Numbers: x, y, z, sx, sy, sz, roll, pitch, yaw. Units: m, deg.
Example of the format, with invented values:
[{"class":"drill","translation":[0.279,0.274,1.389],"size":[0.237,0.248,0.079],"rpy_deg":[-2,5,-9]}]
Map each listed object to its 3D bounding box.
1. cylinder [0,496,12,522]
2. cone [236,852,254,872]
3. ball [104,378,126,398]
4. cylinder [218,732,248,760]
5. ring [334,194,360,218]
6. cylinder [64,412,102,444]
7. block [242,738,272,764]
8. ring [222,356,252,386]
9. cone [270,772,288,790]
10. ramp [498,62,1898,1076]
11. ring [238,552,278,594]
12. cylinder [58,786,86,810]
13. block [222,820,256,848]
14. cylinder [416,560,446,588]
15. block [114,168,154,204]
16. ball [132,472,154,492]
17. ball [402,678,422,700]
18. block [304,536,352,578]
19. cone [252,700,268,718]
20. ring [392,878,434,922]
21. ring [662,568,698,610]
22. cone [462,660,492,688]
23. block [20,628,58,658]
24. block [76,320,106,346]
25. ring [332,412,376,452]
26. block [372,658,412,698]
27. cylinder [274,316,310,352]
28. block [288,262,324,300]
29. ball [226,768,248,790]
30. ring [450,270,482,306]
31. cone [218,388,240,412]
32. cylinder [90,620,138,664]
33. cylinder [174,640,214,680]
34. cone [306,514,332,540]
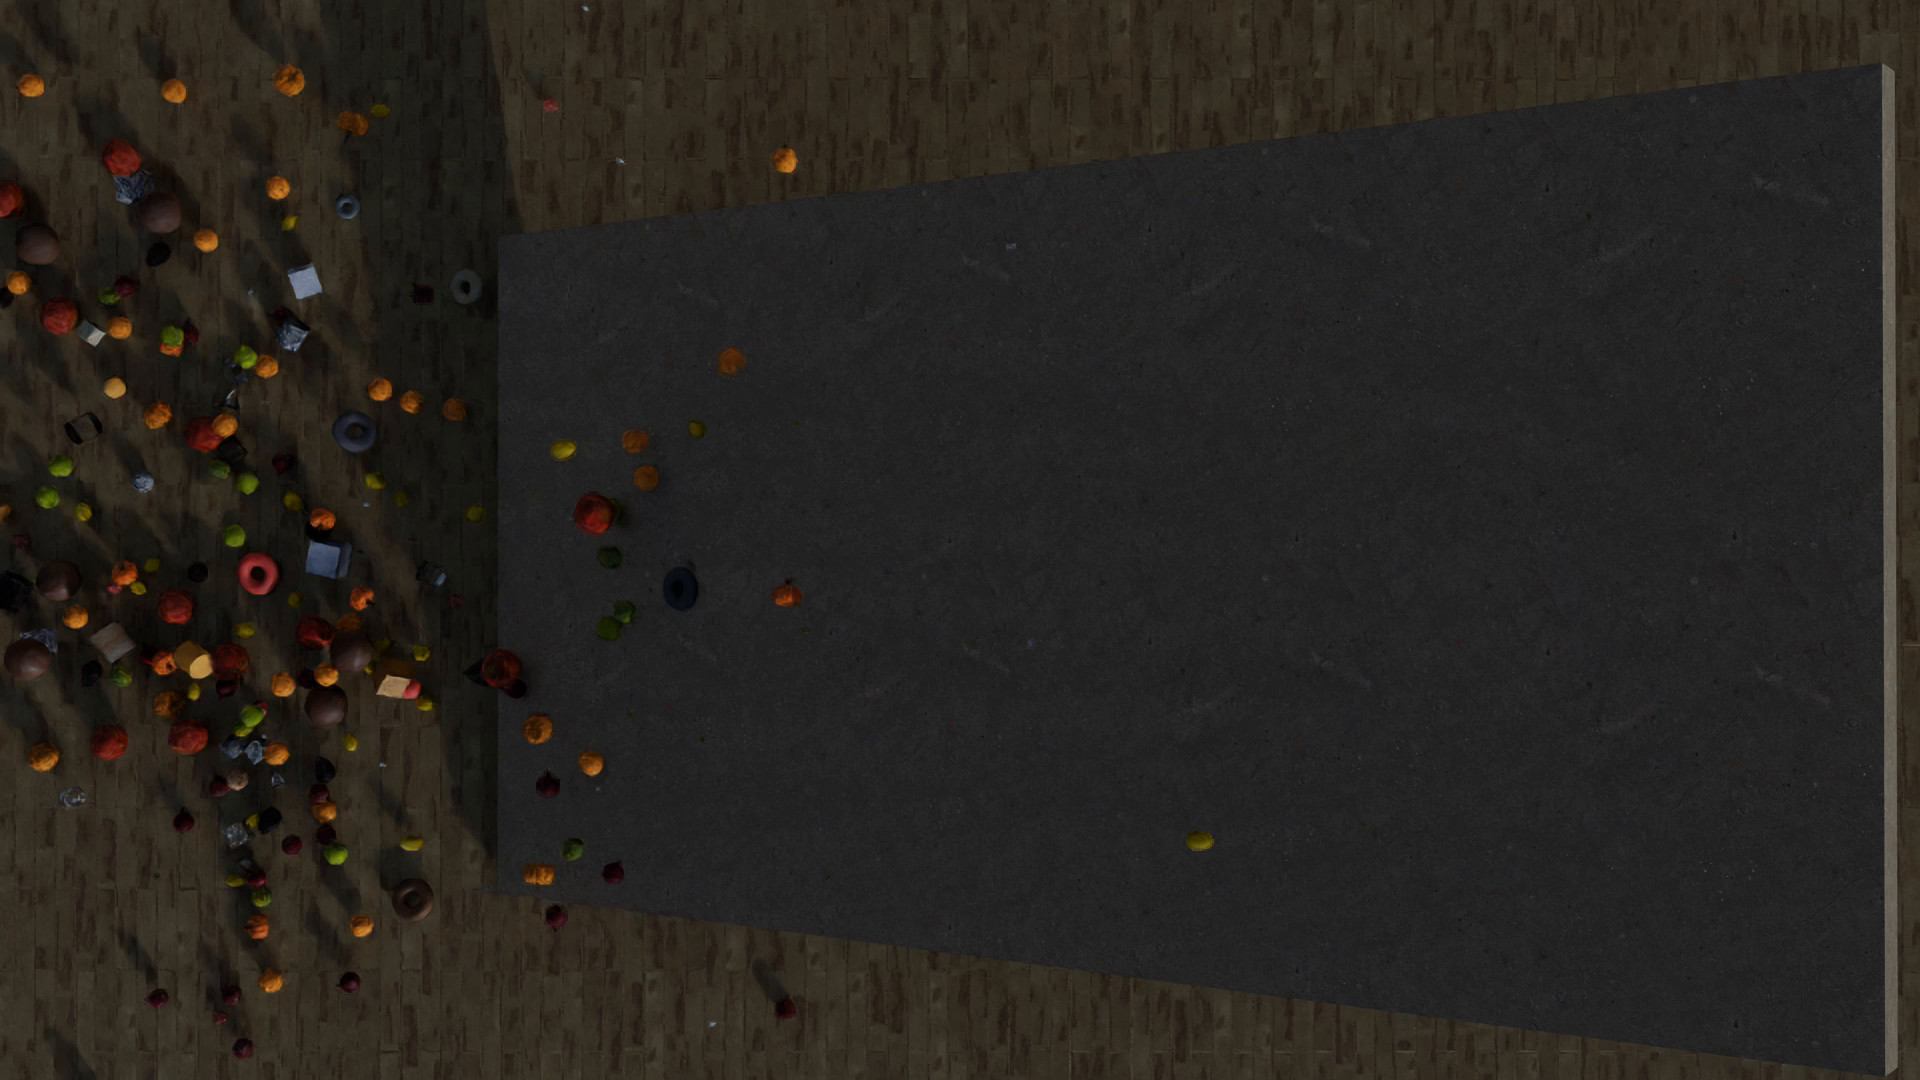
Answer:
[{"class":"cylinder","translation":[-2.964,-0.101,6.738],"size":[0.077,0.077,0.077],"rpy_deg":[38,90,2]},{"class":"cone","translation":[-2.187,0.979,6.756],"size":[0.057,0.057,0.057],"rpy_deg":[33,68,0]},{"class":"ball","translation":[-2.595,-0.468,6.751],"size":[0.064,0.064,0.064],"rpy_deg":[0,90,0]},{"class":"cylinder","translation":[-2.225,0.631,6.733],"size":[0.061,0.061,0.061],"rpy_deg":[44,58,0]},{"class":"ring","translation":[-1.888,-1.028,6.774],"size":[0.077,0.026,0.077],"rpy_deg":[0,90,1]},{"class":"cylinder","translation":[-2.666,-0.341,6.690],"size":[0.077,0.077,0.077],"rpy_deg":[51,49,0]},{"class":"block","translation":[-2.155,0.646,6.747],"size":[0.055,0.055,0.055],"rpy_deg":[-40,90,0]},{"class":"ring","translation":[-2.224,-0.522,6.768],"size":[0.092,0.031,0.092],"rpy_deg":[0,91,0]},{"class":"cone","translation":[-2.098,0.732,6.750],"size":[0.055,0.055,0.055],"rpy_deg":[-25,67,0]},{"class":"ramp","translation":[0.237,0.066,5.558],"size":[4.000,0.100,2.000],"rpy_deg":[0,89,36]},{"class":"ring","translation":[-2.155,0.103,6.751],"size":[0.135,0.045,0.135],"rpy_deg":[1,98,9]},{"class":"cylinder","translation":[-2.711,0.788,6.710],"size":[0.062,0.062,0.062],"rpy_deg":[-18,89,43]},{"class":"block","translation":[-2.210,0.901,6.741],"size":[0.063,0.063,0.063],"rpy_deg":[-28,90,0]},{"class":"cylinder","translation":[-1.619,0.106,6.733],"size":[0.066,0.066,0.066],"rpy_deg":[24,90,4]},{"class":"block","translation":[-2.532,-1.085,6.744],"size":[0.087,0.087,0.087],"rpy_deg":[-5,90,0]},{"class":"ball","translation":[-2.507,-0.177,6.748],"size":[0.065,0.065,0.065],"rpy_deg":[0,90,0]},{"class":"ball","translation":[-1.686,0.456,6.742],"size":[0.067,0.067,0.067],"rpy_deg":[0,90,0]},{"class":"block","translation":[-1.929,0.054,6.720],"size":[0.096,0.096,0.096],"rpy_deg":[14,99,5]},{"class":"cone","translation":[-2.159,0.517,6.745],"size":[0.052,0.052,0.052],"rpy_deg":[-1,82,6]},{"class":"ring","translation":[-1.677,1.103,6.743],"size":[0.131,0.044,0.131],"rpy_deg":[-1,82,7]},{"class":"ring","translation":[-0.792,0.139,6.224],"size":[0.120,0.040,0.120],"rpy_deg":[-1,88,37]},{"class":"cone","translation":[-1.487,0.408,6.702],"size":[0.086,0.086,0.086],"rpy_deg":[0,89,37]},{"class":"block","translation":[-2.821,0.315,6.739],"size":[0.073,0.073,0.073],"rpy_deg":[-10,90,2]},{"class":"block","translation":[-2.666,-0.636,6.740],"size":[0.052,0.052,0.052],"rpy_deg":[39,89,16]},{"class":"ring","translation":[-1.837,-0.330,6.674],"size":[0.133,0.044,0.133],"rpy_deg":[8,68,-21]},{"class":"block","translation":[-1.729,0.418,6.687],"size":[0.080,0.080,0.080],"rpy_deg":[14,122,-36]},{"class":"cylinder","translation":[-2.040,-0.628,6.714],"size":[0.078,0.078,0.078],"rpy_deg":[35,103,0]},{"class":"block","translation":[-2.001,-0.791,6.721],"size":[0.080,0.080,0.080],"rpy_deg":[-20,111,-12]},{"class":"ball","translation":[-2.216,0.731,6.739],"size":[0.069,0.069,0.069],"rpy_deg":[0,90,0]},{"class":"ring","translation":[-1.514,-0.775,6.749],"size":[0.112,0.037,0.112],"rpy_deg":[2,94,26]},{"class":"cone","translation":[-2.234,-0.436,6.751],"size":[0.067,0.067,0.067],"rpy_deg":[16,85,0]},{"class":"cylinder","translation":[-2.561,0.309,6.655],"size":[0.099,0.099,0.099],"rpy_deg":[-36,98,0]},{"class":"cylinder","translation":[-2.339,0.367,6.716],"size":[0.087,0.087,0.087],"rpy_deg":[32,90,30]},{"class":"cone","translation":[-1.978,-0.038,6.739],"size":[0.081,0.081,0.081],"rpy_deg":[0,90,0]}]
